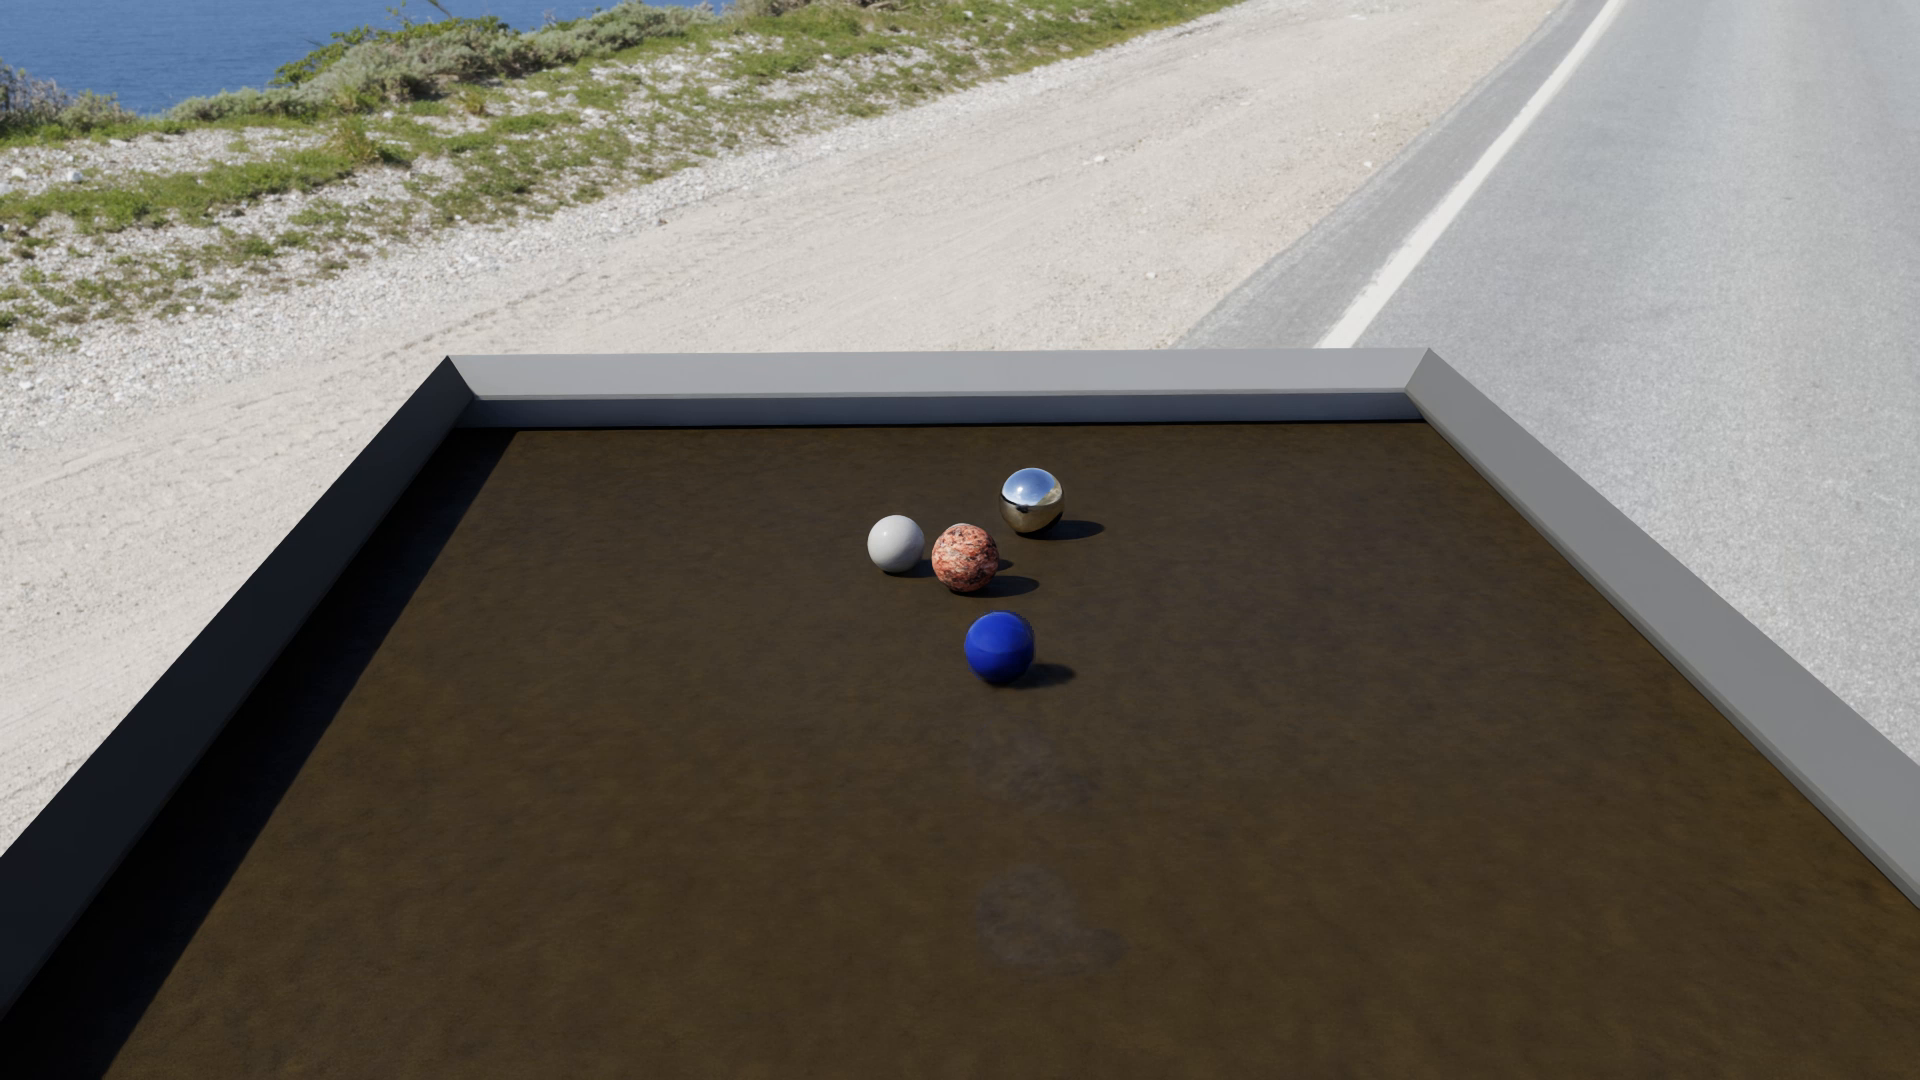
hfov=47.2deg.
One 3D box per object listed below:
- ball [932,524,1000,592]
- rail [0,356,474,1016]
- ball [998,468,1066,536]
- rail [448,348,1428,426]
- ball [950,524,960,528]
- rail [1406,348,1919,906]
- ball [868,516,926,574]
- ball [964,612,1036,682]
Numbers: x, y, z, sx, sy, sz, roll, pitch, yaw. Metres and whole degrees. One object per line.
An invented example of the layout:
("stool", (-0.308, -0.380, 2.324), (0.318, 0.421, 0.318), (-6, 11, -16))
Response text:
("ball", (0.006, 0.021, 2.533), (0.078, 0.078, 0.078), (0, 17, 0))
("rail", (-0.685, 0.200, 1.885), (0.045, 0.109, 2.920), (-1, 17, -2))
("ball", (0.090, -0.048, 2.752), (0.084, 0.084, 0.084), (0, 17, 0))
("rail", (-0.026, -0.223, 3.284), (1.473, 0.109, 0.045), (-1, 17, -2))
("ball", (0.003, 0.007, 2.618), (0.055, 0.055, 0.055), (0, 17, 0))
("rail", (0.739, 0.185, 1.935), (0.045, 0.109, 2.920), (-1, 17, -2))
("ball", (-0.075, 0.005, 2.603), (0.069, 0.069, 0.069), (0, 17, 0))
("ball", (0.041, 0.110, 2.249), (0.072, 0.072, 0.072), (0, 17, 0))
